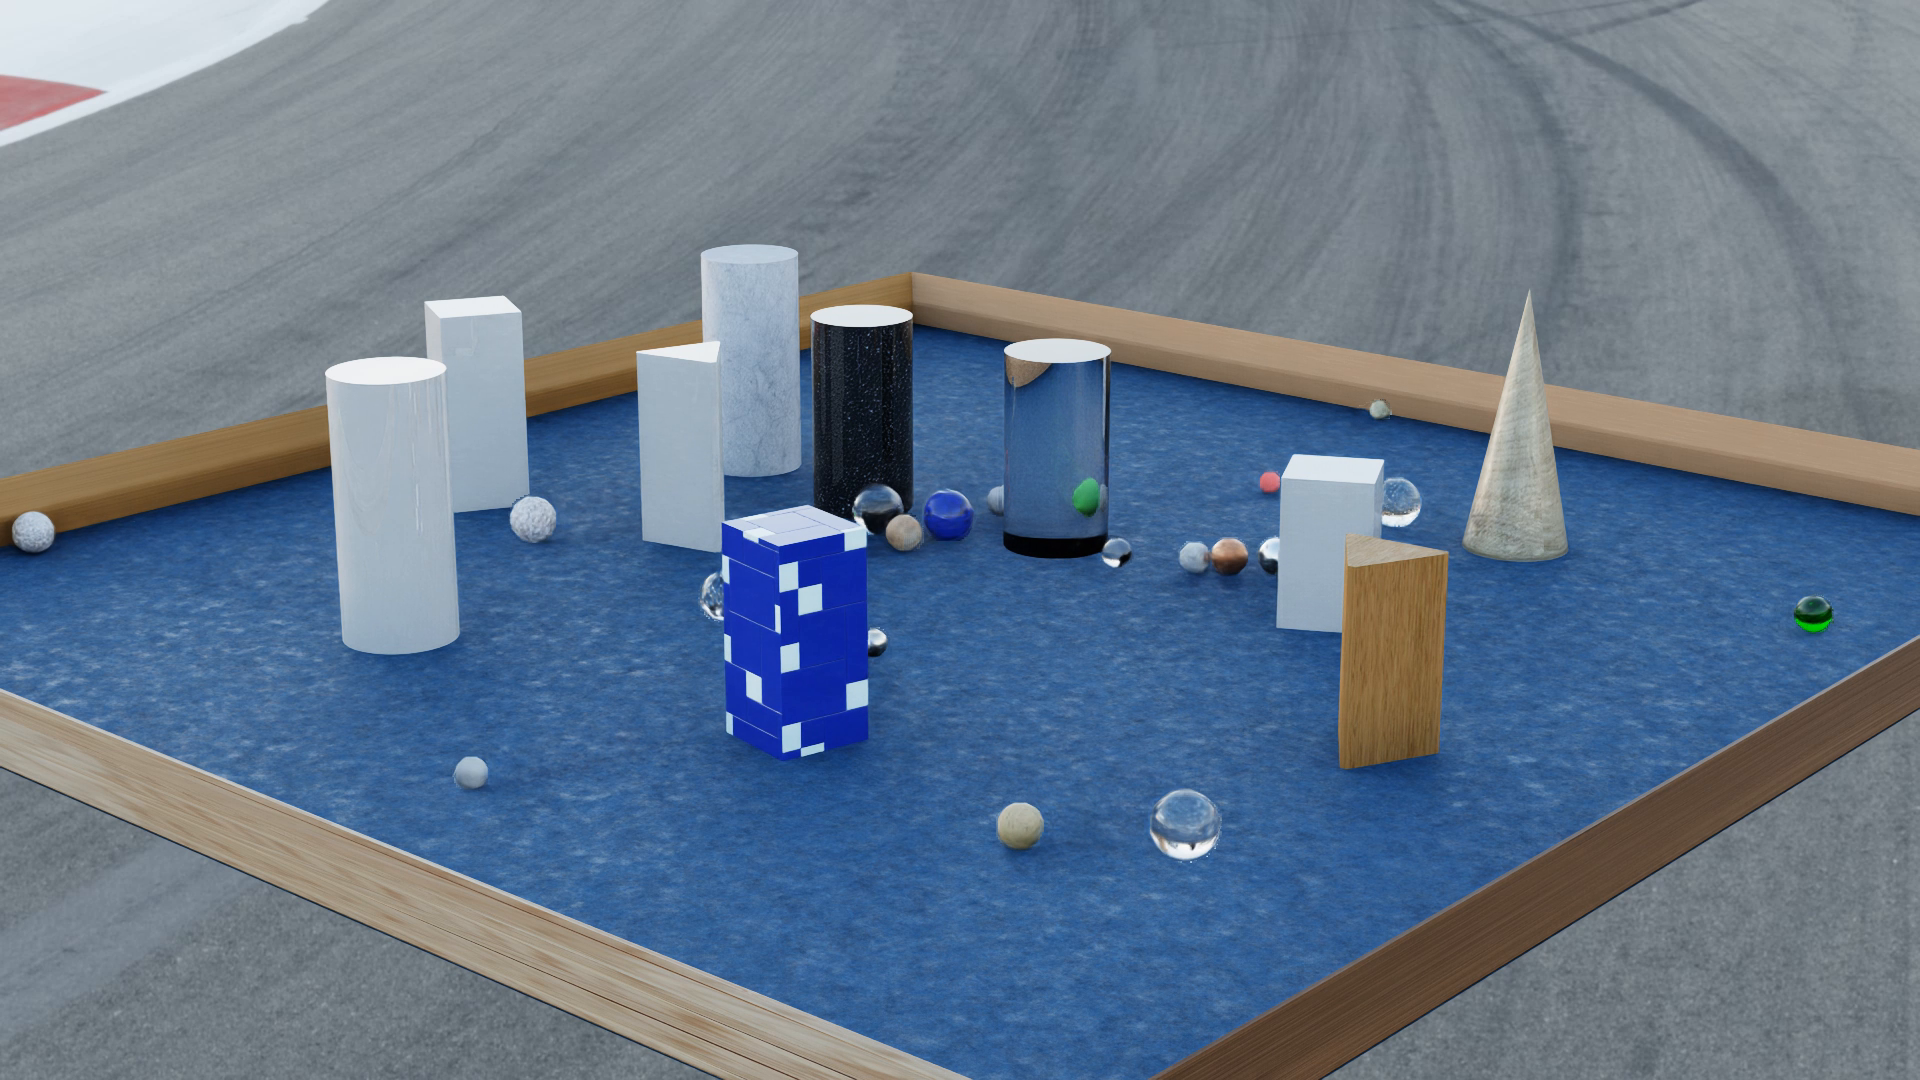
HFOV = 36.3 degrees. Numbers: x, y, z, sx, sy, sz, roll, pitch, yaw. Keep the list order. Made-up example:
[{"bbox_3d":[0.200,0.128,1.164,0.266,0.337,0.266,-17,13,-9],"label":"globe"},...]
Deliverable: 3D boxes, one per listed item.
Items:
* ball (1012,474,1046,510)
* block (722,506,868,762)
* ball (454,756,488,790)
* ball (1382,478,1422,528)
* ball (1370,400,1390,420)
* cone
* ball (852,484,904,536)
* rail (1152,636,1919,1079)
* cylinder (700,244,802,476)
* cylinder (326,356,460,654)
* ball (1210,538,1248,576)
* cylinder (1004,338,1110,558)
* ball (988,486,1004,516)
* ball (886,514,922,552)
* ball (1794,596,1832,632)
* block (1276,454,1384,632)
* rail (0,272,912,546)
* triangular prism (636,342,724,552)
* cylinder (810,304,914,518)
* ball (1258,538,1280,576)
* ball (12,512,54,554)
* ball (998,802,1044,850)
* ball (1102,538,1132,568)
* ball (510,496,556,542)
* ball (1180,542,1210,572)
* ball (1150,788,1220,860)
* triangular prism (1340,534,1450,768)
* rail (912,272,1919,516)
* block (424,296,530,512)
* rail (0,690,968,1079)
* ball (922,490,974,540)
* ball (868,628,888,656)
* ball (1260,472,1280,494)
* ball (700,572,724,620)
[{"bbox_3d":[0.132,-0.092,5.632,0.070,0.070,0.070,0,17,0],"label":"ball"},{"bbox_3d":[-0.247,0.138,4.412,0.155,0.334,0.155,-12,21,-35],"label":"block"},{"bbox_3d":[-0.708,0.337,4.246,0.048,0.048,0.048,0,17,0],"label":"ball"},{"bbox_3d":[0.821,-0.070,5.517,0.093,0.093,0.093,0,17,0],"label":"ball"},{"bbox_3d":[0.902,-0.280,6.304,0.041,0.041,0.041,0,17,0],"label":"ball"},{"bbox_3d":[1.024,-0.220,5.339,0.194,0.484,0.194,0,17,0],"label":"cone"},{"bbox_3d":[-0.152,-0.056,5.466,0.095,0.095,0.095,0,17,0],"label":"ball"},{"bbox_3d":[1.128,0.315,4.182,0.045,0.126,3.133,14,22,39],"label":"rail"},{"bbox_3d":[-0.419,-0.362,5.896,0.194,0.433,0.194,0,17,0],"label":"cylinder"},{"bbox_3d":[-0.937,-0.058,4.850,0.194,0.456,0.194,0,17,0],"label":"cylinder"},{"bbox_3d":[0.480,0.029,5.233,0.067,0.067,0.067,0,17,0],"label":"ball"},{"bbox_3d":[0.177,-0.169,5.373,0.194,0.366,0.194,0,17,0],"label":"cylinder"},{"bbox_3d":[0.082,-0.075,5.598,0.057,0.057,0.057,0,17,0],"label":"ball"},{"bbox_3d":[-0.102,-0.013,5.374,0.067,0.067,0.067,0,17,0],"label":"ball"},{"bbox_3d":[1.434,0.124,4.929,0.062,0.062,0.062,0,17,0],"label":"ball"},{"bbox_3d":[0.628,0.006,4.971,0.155,0.263,0.155,4,17,13],"label":"block"},{"bbox_3d":[-1.128,-0.251,6.058,0.045,0.126,3.133,14,22,39],"label":"rail"},{"bbox_3d":[-0.482,-0.179,5.421,0.168,0.357,0.146,9,19,27],"label":"triangular prism"},{"bbox_3d":[-0.186,-0.247,5.616,0.194,0.374,0.194,0,17,0],"label":"cylinder"},{"bbox_3d":[0.565,0.030,5.231,0.068,0.068,0.068,0,17,0],"label":"ball"},{"bbox_3d":[-1.695,-0.014,5.362,0.076,0.076,0.076,0,17,0],"label":"ball"},{"bbox_3d":[0.083,0.393,4.033,0.065,0.065,0.065,0,17,0],"label":"ball"},{"bbox_3d":[0.282,0.023,5.278,0.053,0.053,0.053,0,17,0],"label":"ball"},{"bbox_3d":[-0.790,-0.038,5.426,0.085,0.085,0.085,0,17,0],"label":"ball"},{"bbox_3d":[0.421,0.031,5.247,0.056,0.056,0.056,0,17,0],"label":"ball"},{"bbox_3d":[0.307,0.387,3.994,0.097,0.097,0.097,0,17,0],"label":"ball"},{"bbox_3d":[0.612,0.159,4.379,0.168,0.313,0.146,-7,18,-23],"label":"triangular prism"},{"bbox_3d":[1.011,-0.305,6.236,3.036,0.126,0.045,14,22,39],"label":"rail"},{"bbox_3d":[-0.932,-0.263,5.658,0.155,0.382,0.155,-6,18,-20],"label":"block"},{"bbox_3d":[-1.011,0.368,4.005,3.036,0.126,0.045,14,22,39],"label":"rail"},{"bbox_3d":[-0.022,-0.047,5.438,0.094,0.094,0.094,0,17,0],"label":"ball"},{"bbox_3d":[-0.141,0.169,4.807,0.046,0.046,0.046,0,17,0],"label":"ball"},{"bbox_3d":[0.607,-0.113,5.749,0.042,0.042,0.042,0,17,0],"label":"ball"},{"bbox_3d":[-0.401,0.095,4.985,0.084,0.084,0.084,0,17,0],"label":"ball"}]
